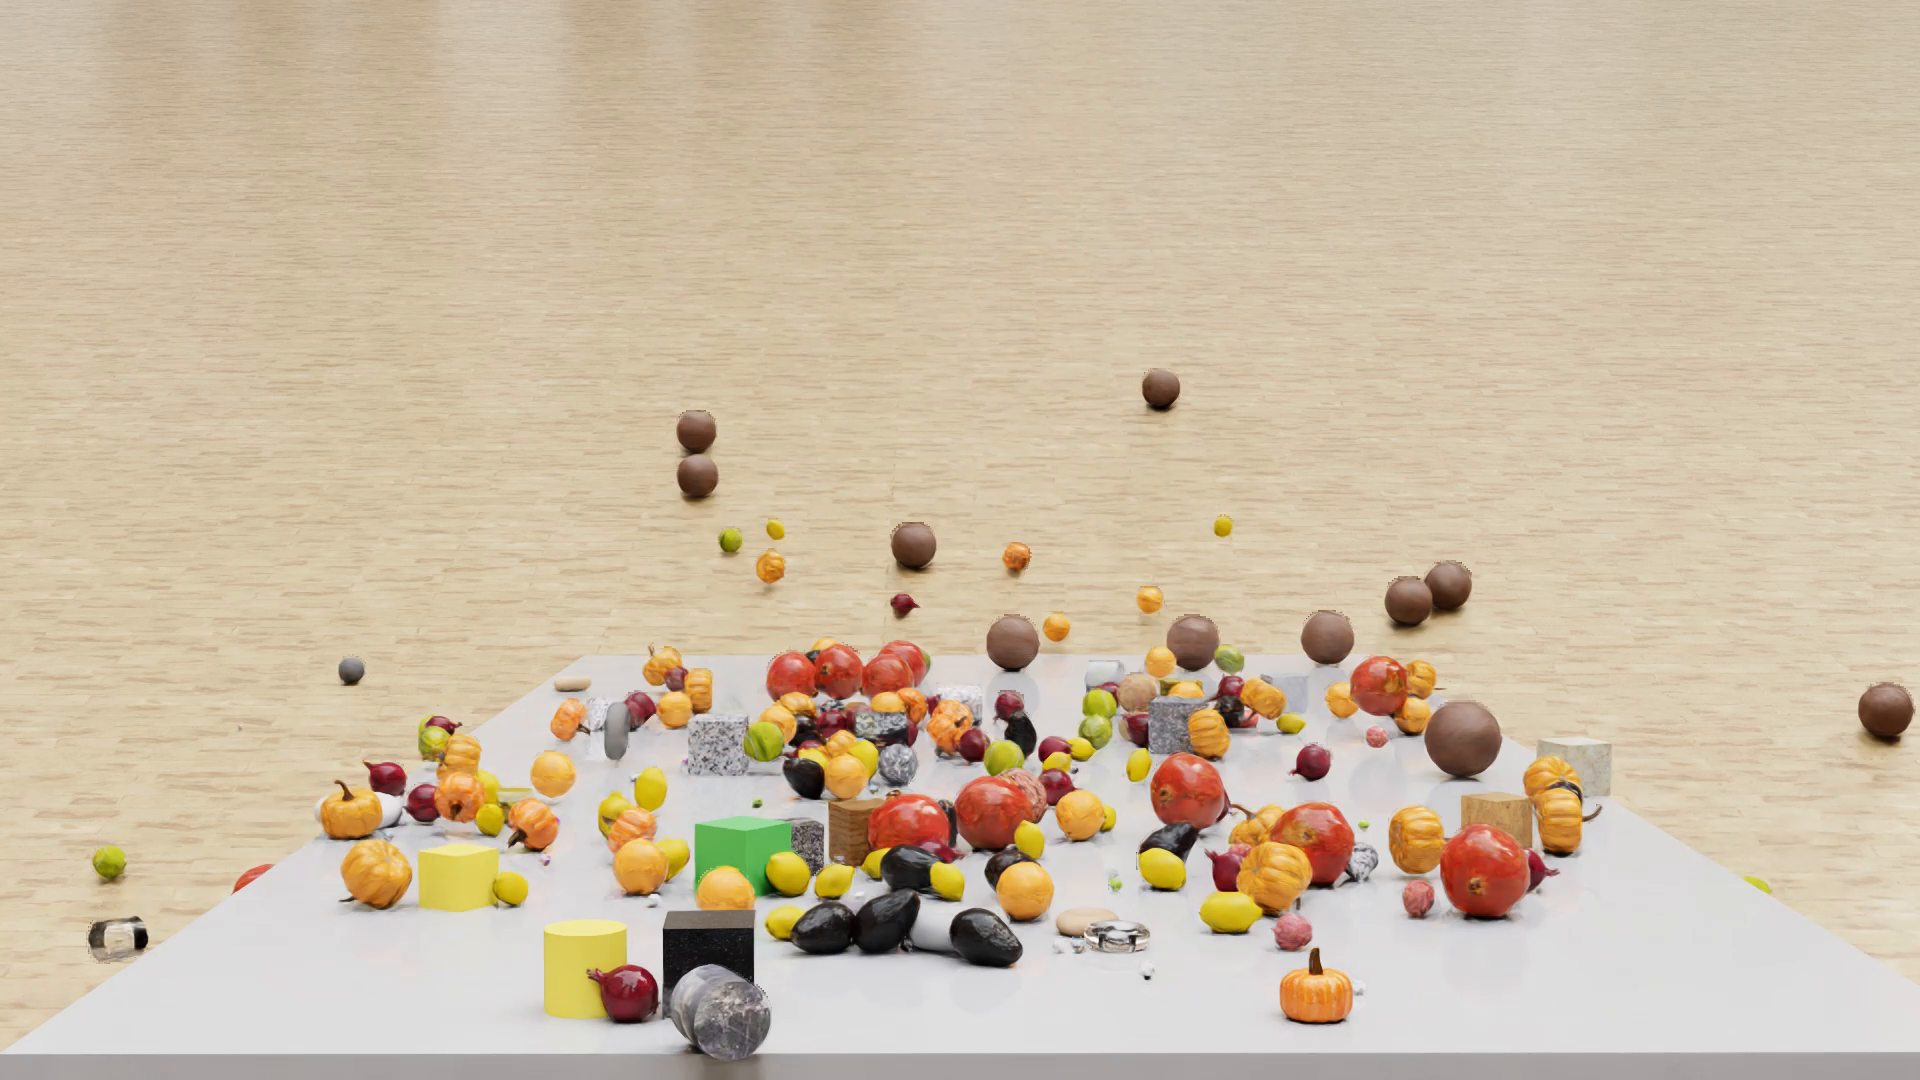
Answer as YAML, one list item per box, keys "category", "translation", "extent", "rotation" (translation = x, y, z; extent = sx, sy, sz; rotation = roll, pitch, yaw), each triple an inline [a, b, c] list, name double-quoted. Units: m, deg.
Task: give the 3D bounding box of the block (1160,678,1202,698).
- category: "block"
  translation: [0.453, 0.323, 5.259]
  extent: [0.073, 0.073, 0.073]
  rotation: [0, 3, -7]

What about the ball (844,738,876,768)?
- category: "ball"
  translation: [-0.175, 0.373, 4.485]
  extent: [0.053, 0.053, 0.053]
  rotation: [0, 21, 0]

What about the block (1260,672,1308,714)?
- category: "block"
  translation: [0.671, 0.317, 5.331]
  extent: [0.076, 0.076, 0.076]
  rotation: [-1, 3, -12]

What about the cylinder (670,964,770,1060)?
- category: "cylinder"
  translation: [-0.237, 0.466, 2.537]
  extent: [0.079, 0.079, 0.079]
  rotation: [-9, 7, -23]

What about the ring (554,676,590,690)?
- category: "ring"
  translation: [-0.867, 0.320, 5.748]
  extent: [0.084, 0.028, 0.084]
  rotation: [-2, 0, 0]

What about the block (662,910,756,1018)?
- category: "block"
  translation: [-0.264, 0.448, 2.720]
  extent: [0.095, 0.095, 0.095]
  rotation: [0, 3, -3]

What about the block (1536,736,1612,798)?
- category: "block"
  translation: [1.005, 0.372, 4.208]
  extent: [0.086, 0.086, 0.086]
  rotation: [-1, 3, -22]

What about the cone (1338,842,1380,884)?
- category: "cone"
  translation: [0.535, 0.444, 3.443]
  extent: [0.056, 0.056, 0.056]
  rotation: [2, 30, 4]

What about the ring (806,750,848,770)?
- category: "ring"
  translation: [-0.232, 0.386, 4.516]
  extent: [0.081, 0.027, 0.081]
  rotation: [1, 5, 0]

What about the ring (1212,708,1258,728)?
- category: "ring"
  translation: [0.546, 0.353, 5.095]
  extent: [0.093, 0.031, 0.093]
  rotation: [0, 2, 0]

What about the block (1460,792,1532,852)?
- category: "block"
  translation: [0.775, 0.406, 3.711]
  extent: [0.072, 0.072, 0.072]
  rotation: [-2, 4, -30]

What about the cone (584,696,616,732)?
- category: "cone"
  translation: [-0.712, 0.356, 5.034]
  extent: [0.072, 0.072, 0.072]
  rotation: [4, 30, 9]

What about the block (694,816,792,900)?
- category: "block"
  translation: [-0.285, 0.416, 3.374]
  extent: [0.089, 0.089, 0.089]
  rotation: [3, 4, 37]

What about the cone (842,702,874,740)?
- category: "cone"
  translation: [-0.206, 0.361, 4.910]
  extent: [0.077, 0.077, 0.077]
  rotation: [9, 33, 23]

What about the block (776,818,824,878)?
- category: "block"
  translation: [-0.229, 0.419, 3.502]
  extent: [0.069, 0.069, 0.069]
  rotation: [-1, 3, -22]

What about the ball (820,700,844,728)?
- category: "ball"
  translation: [-0.250, 0.342, 5.074]
  extent: [0.055, 0.055, 0.055]
  rotation: [0, 21, 0]

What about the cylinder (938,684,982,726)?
- category: "cylinder"
  translation: [-0.001, 0.327, 5.073]
  extent: [0.083, 0.083, 0.083]
  rotation: [0, 21, -3]

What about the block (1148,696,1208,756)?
- category: "block"
  translation: [0.401, 0.341, 4.714]
  extent: [0.096, 0.096, 0.096]
  rotation: [1, 3, 13]

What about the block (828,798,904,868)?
- category: "block"
  translation: [-0.132, 0.409, 3.594]
  extent: [0.080, 0.080, 0.080]
  rotation: [-1, 3, -25]

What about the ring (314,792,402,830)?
- category: "ring"
  translation: [-0.913, 0.411, 3.899]
  extent: [0.132, 0.044, 0.132]
  rotation: [1, 4, 0]

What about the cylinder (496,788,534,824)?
- category: "cylinder"
  translation: [-0.680, 0.405, 3.922]
  extent: [0.054, 0.054, 0.054]
  rotation: [-1, 21, -14]

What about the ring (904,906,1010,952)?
- category: "ring"
  translation: [-0.004, 0.458, 3.028]
  extent: [0.126, 0.042, 0.126]
  rotation: [1, -1, 0]

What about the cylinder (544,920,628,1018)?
- category: "cylinder"
  translation: [-0.396, 0.452, 2.715]
  extent: [0.087, 0.087, 0.087]
  rotation: [0, 3, 0]

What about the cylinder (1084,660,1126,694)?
- category: "cylinder"
  translation: [0.319, 0.303, 5.640]
  extent: [0.070, 0.070, 0.070]
  rotation: [-11, 13, 33]

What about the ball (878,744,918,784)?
- category: "ball"
  translation: [-0.105, 0.376, 4.310]
  extent: [0.068, 0.068, 0.068]
  rotation: [0, 21, 0]

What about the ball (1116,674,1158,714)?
- category: "ball"
  translation: [0.364, 0.317, 5.278]
  extent: [0.083, 0.083, 0.083]
  rotation: [0, 21, 0]

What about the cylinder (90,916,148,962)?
- category: "cylinder"
  translation: [-1.104, 0.523, 3.371]
  extent: [0.053, 0.053, 0.053]
  rotation: [18, 11, 38]

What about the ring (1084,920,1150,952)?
- category: "ring"
  translation: [0.185, 0.466, 3.024]
  extent: [0.079, 0.026, 0.079]
  rotation: [1, 4, 0]

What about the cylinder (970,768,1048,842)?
- category: "cylinder"
  translation: [0.072, 0.391, 3.788]
  extent: [0.095, 0.095, 0.095]
  rotation: [6, 4, 14]

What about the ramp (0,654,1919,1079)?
- category: "ramp"
  translation: [0.050, 0.449, 4.532]
  extent: [2.000, 0.100, 4.000]
  rotation: [0, 3, 0]

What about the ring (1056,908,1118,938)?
- category: "ring"
  translation: [0.154, 0.462, 3.106]
  extent: [0.077, 0.026, 0.077]
  rotation: [-2, 3, 0]

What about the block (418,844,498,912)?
- category: "block"
  translation: [-0.639, 0.430, 3.279]
  extent: [0.071, 0.071, 0.071]
  rotation: [2, 4, 32]

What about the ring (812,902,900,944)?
- category: "ring"
  translation: [-0.126, 0.459, 3.084]
  extent: [0.106, 0.035, 0.106]
  rotation: [0, 4, 0]

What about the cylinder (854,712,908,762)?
- category: "cylinder"
  translation: [-0.141, 0.350, 4.564]
  extent: [0.092, 0.092, 0.092]
  rotation: [0, 21, 0]

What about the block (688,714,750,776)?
- category: "block"
  translation: [-0.419, 0.356, 4.469]
  extent: [0.093, 0.093, 0.093]
  rotation: [0, 3, 2]

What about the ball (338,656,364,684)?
- category: "ball"
  translation: [-1.560, 0.333, 6.589]
  extent: [0.068, 0.068, 0.068]
  rotation: [0, 21, 0]

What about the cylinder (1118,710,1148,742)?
- category: "cylinder"
  translation: [0.331, 0.353, 4.882]
  extent: [0.052, 0.052, 0.052]
  rotation: [5, 4, 13]
